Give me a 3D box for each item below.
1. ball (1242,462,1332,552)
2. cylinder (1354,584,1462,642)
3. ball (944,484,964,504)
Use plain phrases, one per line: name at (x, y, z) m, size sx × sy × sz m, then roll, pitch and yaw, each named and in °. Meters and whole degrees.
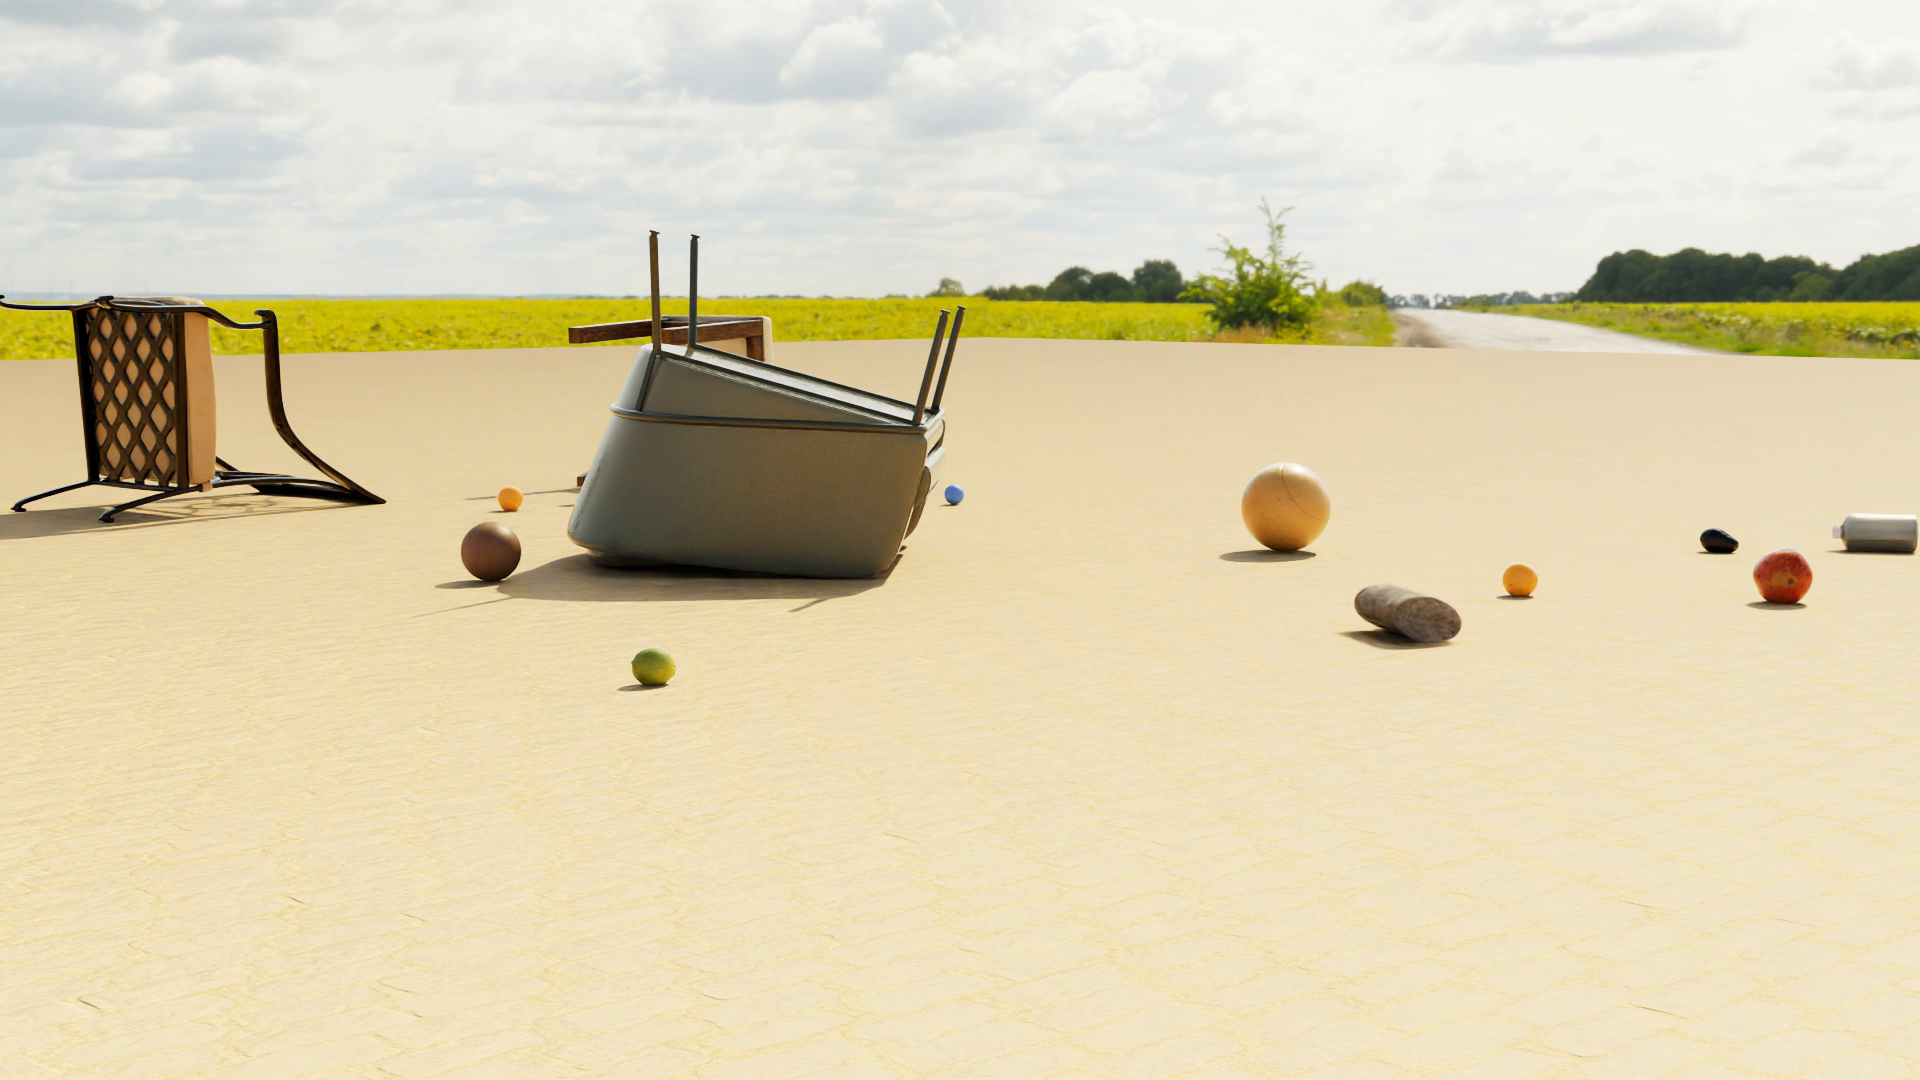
ball at (0.780, -0.079, 6.137) m, size 0.214 × 0.214 × 0.214 m, roll 0°, pitch 6°, yaw 0°
cylinder at (0.819, 0.134, 4.698) m, size 0.132 × 0.081 × 0.191 m, roll 13°, pitch 3°, yaw -14°
ball at (-0.017, -0.132, 7.408) m, size 0.058 × 0.058 × 0.058 m, roll 0°, pitch 6°, yaw 0°
